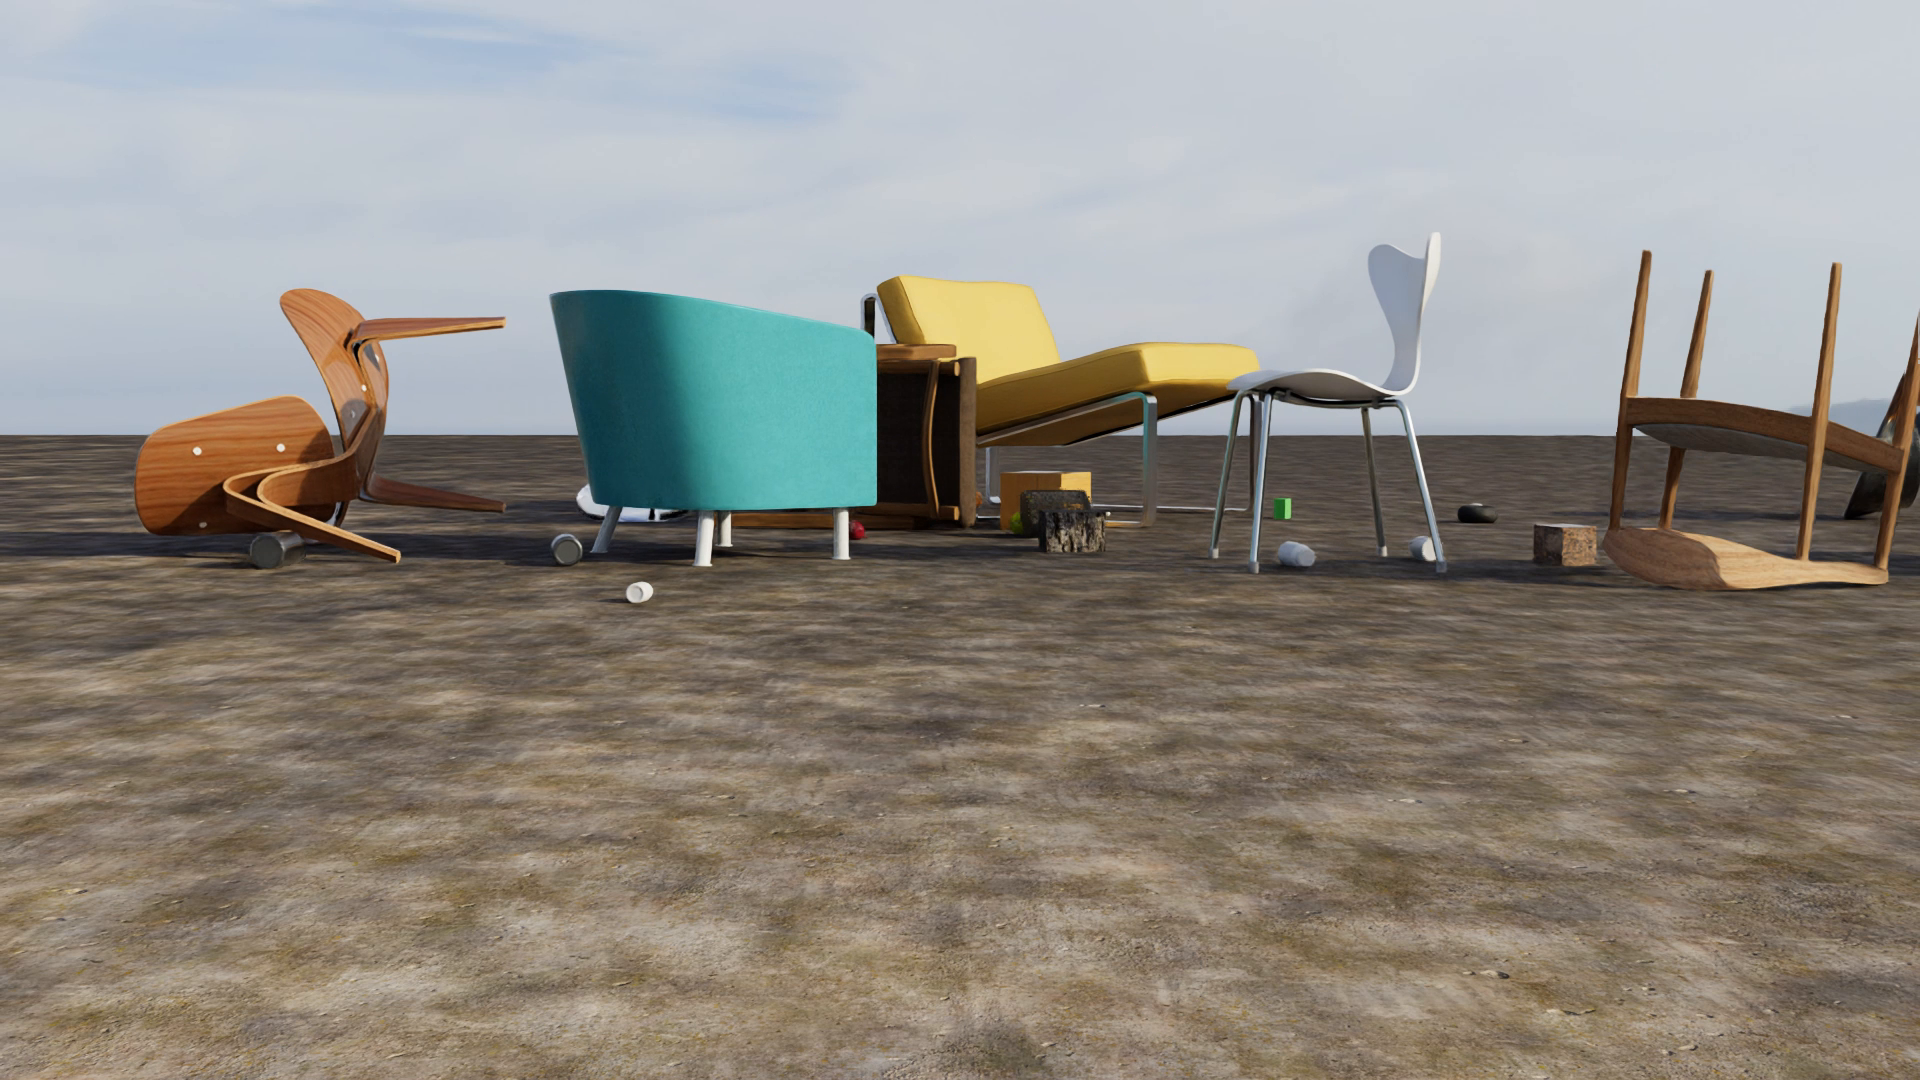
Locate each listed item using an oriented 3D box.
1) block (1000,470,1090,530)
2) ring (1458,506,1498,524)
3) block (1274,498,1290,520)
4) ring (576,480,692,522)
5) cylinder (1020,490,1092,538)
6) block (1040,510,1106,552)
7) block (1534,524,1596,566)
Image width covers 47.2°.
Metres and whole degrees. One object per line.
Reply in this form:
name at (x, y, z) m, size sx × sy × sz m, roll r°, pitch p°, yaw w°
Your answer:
block at (0.277, -0.128, 7.089) m, size 0.219 × 0.180 × 0.204 m, roll 2°, pitch 5°, yaw 30°
ring at (1.744, -0.086, 7.406) m, size 0.137 × 0.055 × 0.124 m, roll 0°, pitch 5°, yaw -16°
block at (1.121, -0.109, 7.643) m, size 0.039 × 0.068 × 0.077 m, roll 2°, pitch 4°, yaw 23°
ring at (-1.124, -0.133, 7.592) m, size 0.424 × 0.126 × 0.364 m, roll 4°, pitch 6°, yaw 37°
cylinder at (0.290, -0.078, 6.662) m, size 0.188 × 0.116 × 0.179 m, roll -1°, pitch 39°, yaw -11°
block at (0.312, -0.027, 6.132) m, size 0.163 × 0.110 × 0.174 m, roll 0°, pitch 4°, yaw -4°
block at (1.557, 0.012, 5.666) m, size 0.101 × 0.097 × 0.122 m, roll -1°, pitch 4°, yaw -21°
